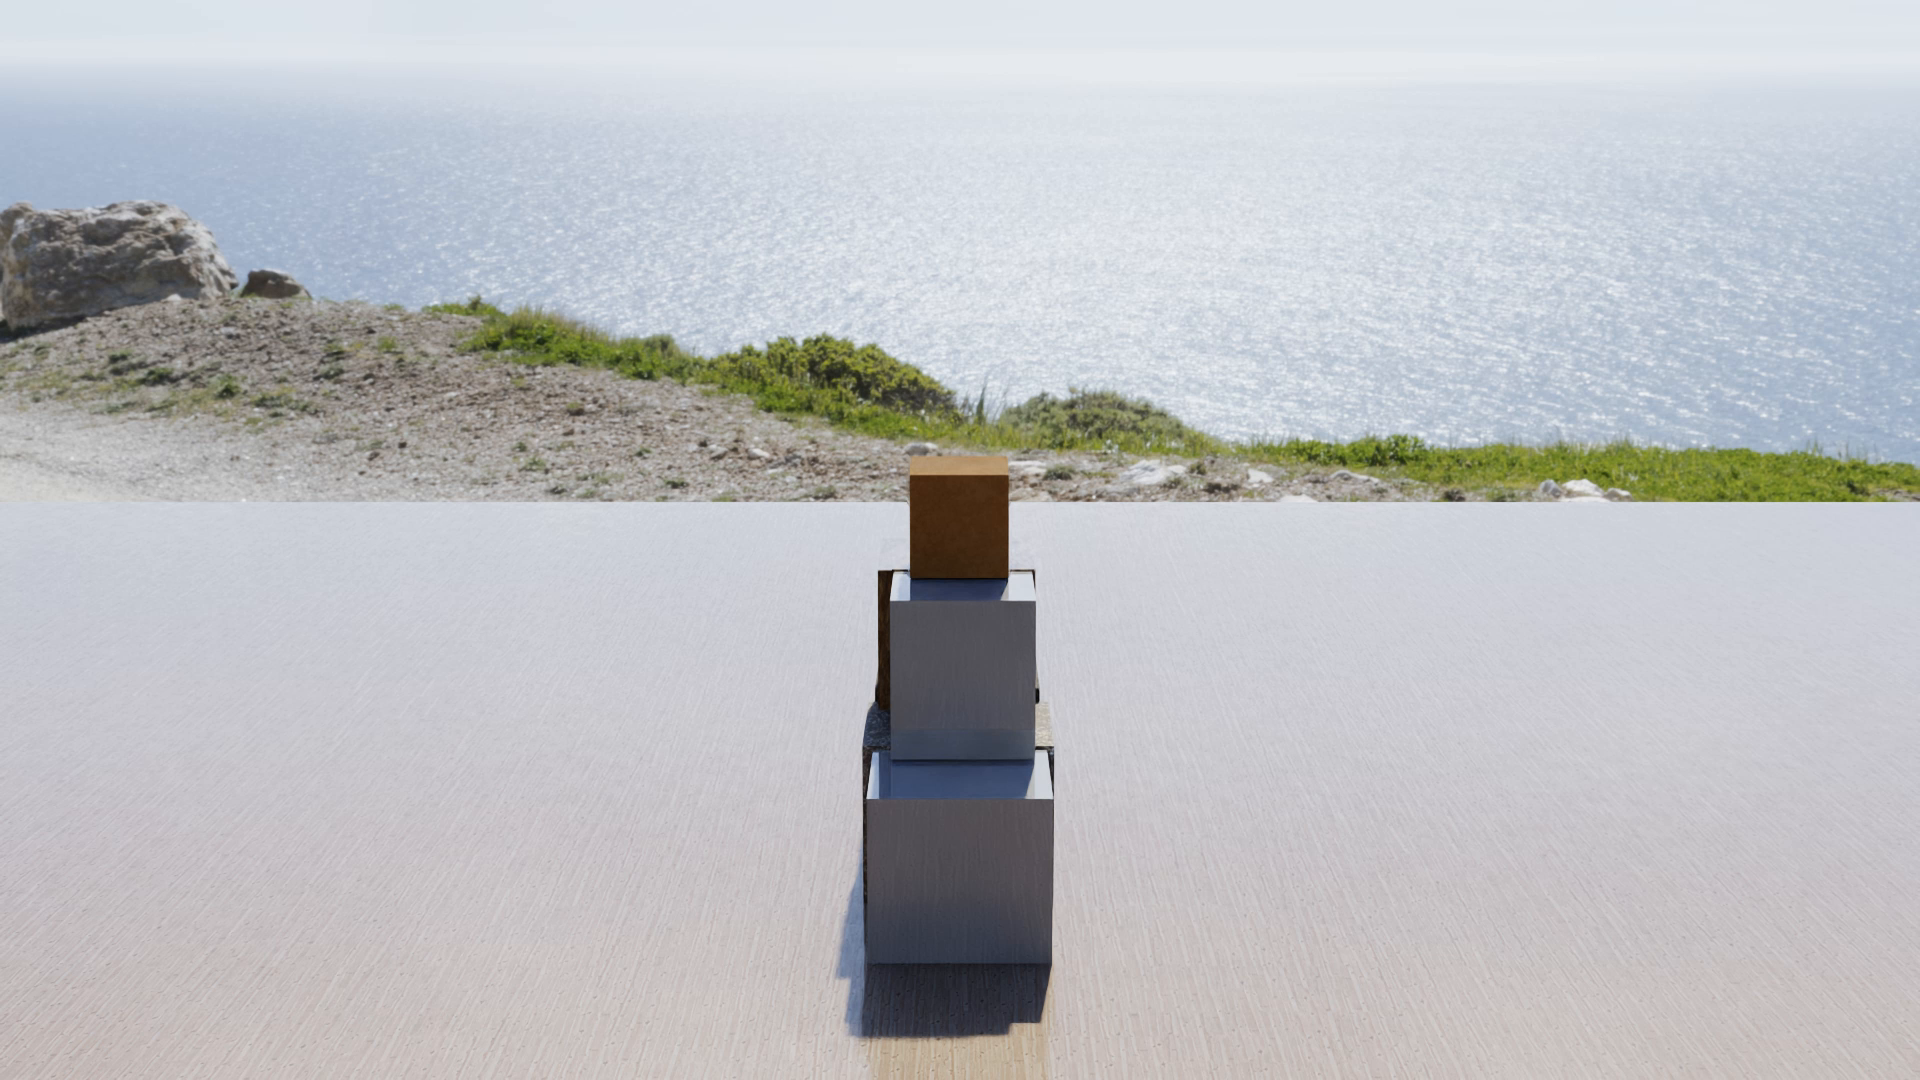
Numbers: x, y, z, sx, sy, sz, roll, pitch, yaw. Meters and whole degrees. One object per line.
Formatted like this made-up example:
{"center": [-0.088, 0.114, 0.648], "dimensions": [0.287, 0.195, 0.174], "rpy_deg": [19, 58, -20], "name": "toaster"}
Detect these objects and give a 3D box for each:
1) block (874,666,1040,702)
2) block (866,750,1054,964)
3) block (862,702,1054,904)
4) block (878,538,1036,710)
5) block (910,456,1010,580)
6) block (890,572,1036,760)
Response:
{"center": [-0.012, 0.965, 12.144], "dimensions": [0.749, 0.756, 0.869], "rpy_deg": [0, 10, 0], "name": "block"}
{"center": [0.000, 1.291, 10.564], "dimensions": [0.737, 0.680, 0.746], "rpy_deg": [0, 10, 0], "name": "block"}
{"center": [-0.007, 1.145, 11.326], "dimensions": [0.815, 0.695, 0.785], "rpy_deg": [0, 10, 0], "name": "block"}
{"center": [-0.015, 0.368, 11.559], "dimensions": [0.686, 0.629, 0.706], "rpy_deg": [0, 12, 0], "name": "block"}
{"center": [-0.003, -0.101, 11.142], "dimensions": [0.423, 0.455, 0.466], "rpy_deg": [0, 12, 0], "name": "block"}
{"center": [0.012, 0.524, 10.910], "dimensions": [0.601, 0.675, 0.617], "rpy_deg": [0, 11, 0], "name": "block"}
